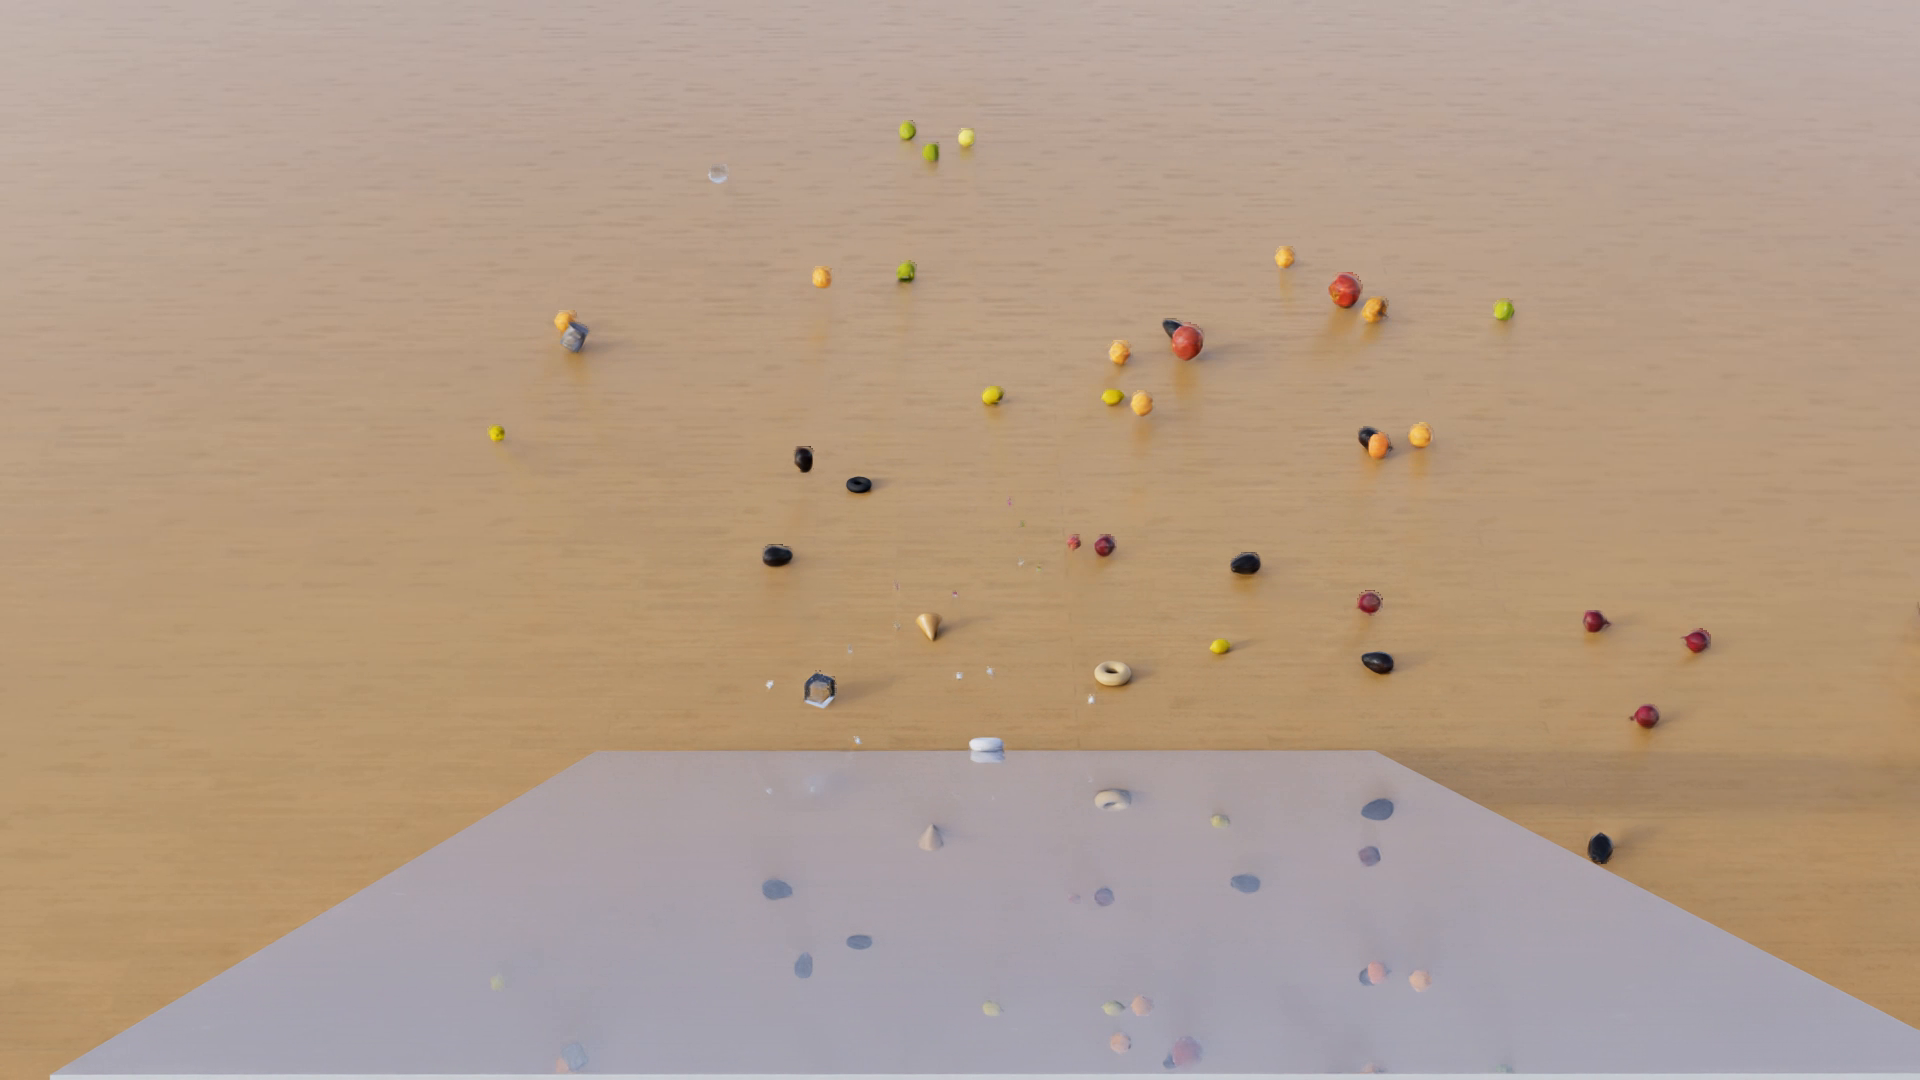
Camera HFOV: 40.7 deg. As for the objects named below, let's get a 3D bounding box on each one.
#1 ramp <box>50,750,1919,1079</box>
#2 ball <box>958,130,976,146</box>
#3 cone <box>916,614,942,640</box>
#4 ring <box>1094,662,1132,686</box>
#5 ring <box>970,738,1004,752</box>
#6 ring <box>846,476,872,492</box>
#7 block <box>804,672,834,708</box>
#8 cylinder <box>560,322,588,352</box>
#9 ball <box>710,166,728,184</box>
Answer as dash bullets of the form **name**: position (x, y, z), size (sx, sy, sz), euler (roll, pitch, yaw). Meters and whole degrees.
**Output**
- **ramp**: position (0.067, 0.594, 4.650), size (2.000, 0.100, 4.000), euler (0, 0, 0)
- **ball**: position (0.028, -1.645, 10.585), size (0.067, 0.067, 0.067), euler (0, 30, 0)
- **cone**: position (-0.083, 0.256, 7.292), size (0.073, 0.073, 0.073), euler (-4, 57, -6)
- **ring**: position (0.419, 0.366, 7.098), size (0.101, 0.034, 0.101), euler (-1, 28, 0)
- **ring**: position (0.070, 0.527, 6.670), size (0.089, 0.030, 0.089), euler (-1, 0, 0)
- **ring**: position (-0.314, -0.172, 8.048), size (0.080, 0.027, 0.080), euler (-1, 29, 0)
- **block**: position (-0.381, 0.407, 7.000), size (0.061, 0.061, 0.061), euler (15, 33, 24)
- **cylinder**: position (-1.324, -0.695, 8.880), size (0.074, 0.074, 0.074), euler (28, 17, -9)
- **ball**: position (-0.956, -1.445, 10.231), size (0.072, 0.072, 0.072), euler (0, 30, 0)
